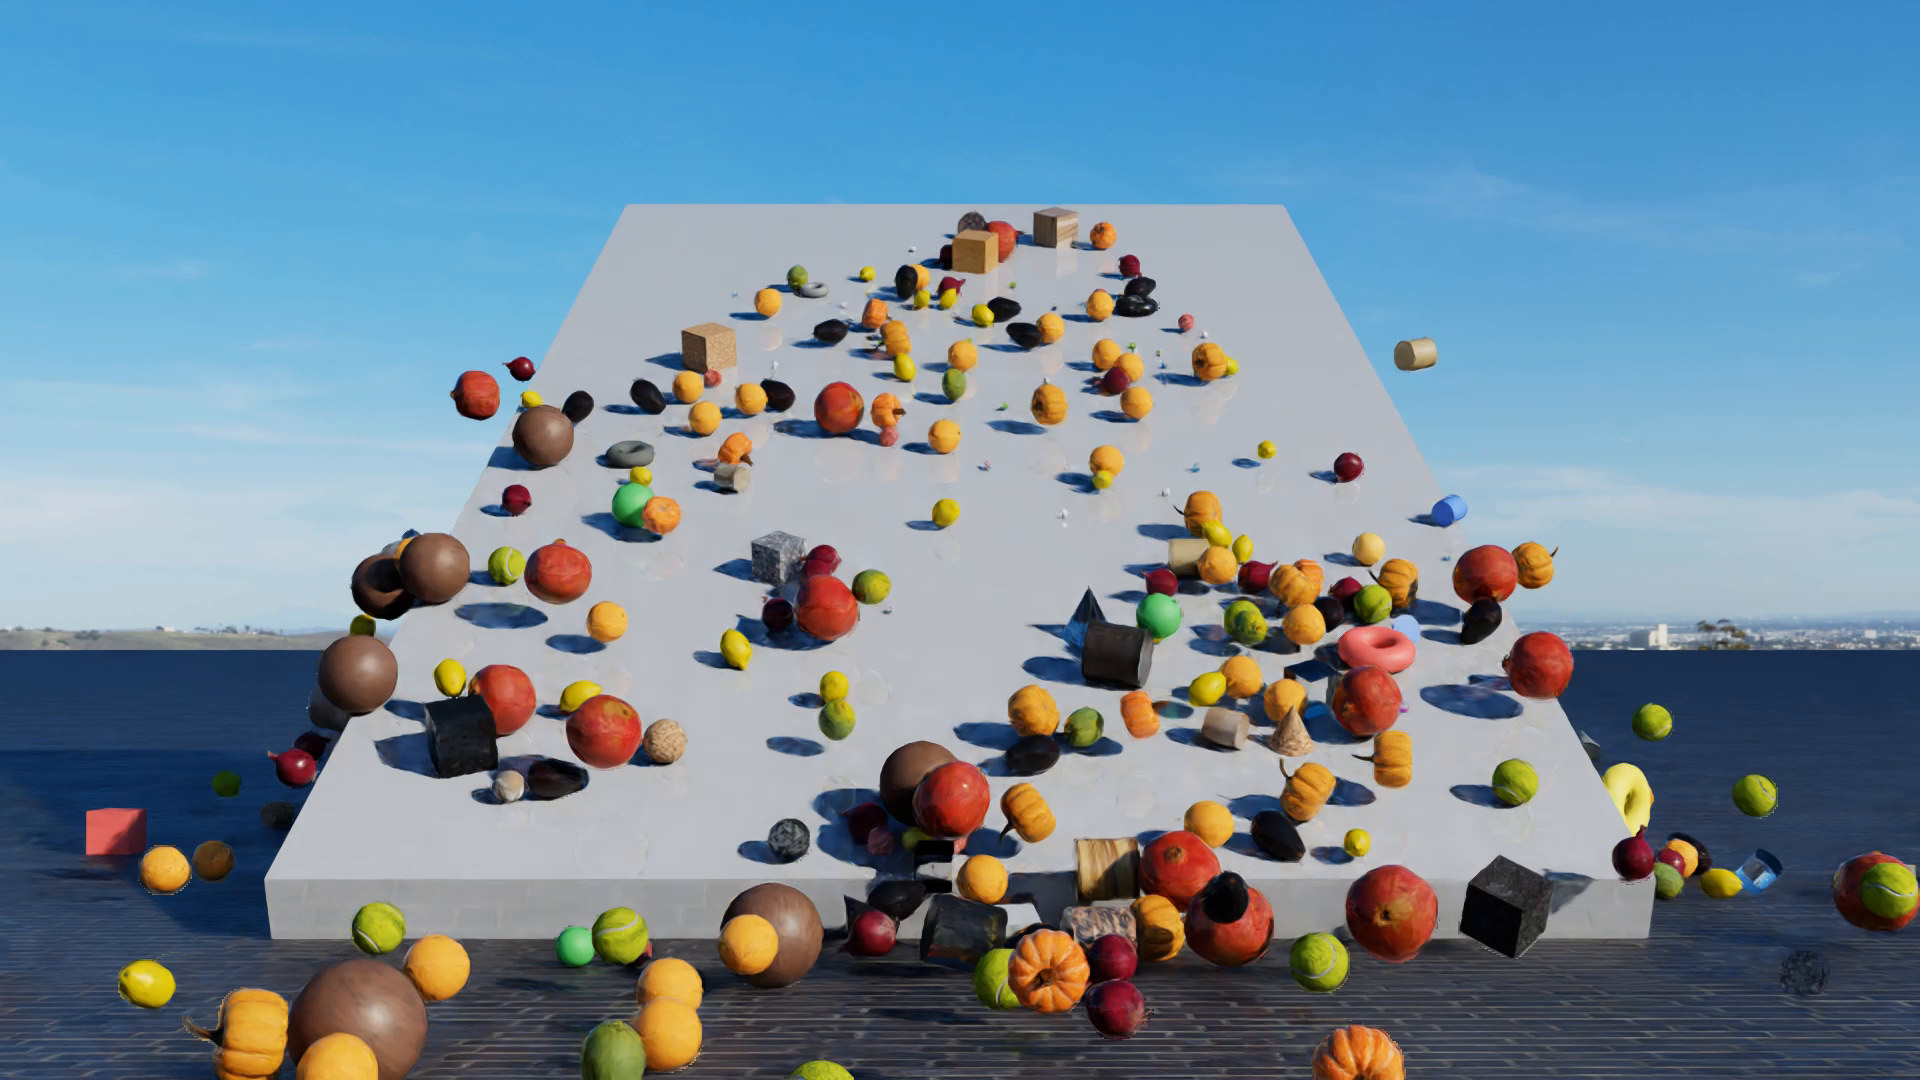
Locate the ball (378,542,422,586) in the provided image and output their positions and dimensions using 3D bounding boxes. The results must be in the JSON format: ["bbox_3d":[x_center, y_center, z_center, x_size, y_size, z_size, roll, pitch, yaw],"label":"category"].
[{"bbox_3d":[-1.126,0.047,4.627,0.088,0.088,0.088,0,-3,0],"label":"ball"}]

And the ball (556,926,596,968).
[{"bbox_3d":[-0.510,0.540,3.049,0.054,0.054,0.054,0,-3,0],"label":"ball"}]

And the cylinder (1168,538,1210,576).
[{"bbox_3d":[0.429,0.033,4.317,0.072,0.072,0.072,0,-3,0],"label":"cylinder"}]

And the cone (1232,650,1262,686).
[{"bbox_3d":[0.490,0.212,3.909,0.054,0.054,0.054,0,22,0],"label":"cone"}]

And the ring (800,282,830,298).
[{"bbox_3d":[-0.384,-0.661,6.082,0.077,0.026,0.077,-2,26,1],"label":"ring"}]

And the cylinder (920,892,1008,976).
[{"bbox_3d":[0.004,0.505,2.946,0.090,0.090,0.090,15,-5,-9],"label":"cylinder"}]

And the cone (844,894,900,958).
[{"bbox_3d":[-0.137,0.508,3.111,0.080,0.080,0.080,2,36,-42],"label":"cone"}]

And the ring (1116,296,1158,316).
[{"bbox_3d":[0.456,-0.604,5.933,0.109,0.036,0.109,1,22,0],"label":"ring"}]

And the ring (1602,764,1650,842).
[{"bbox_3d":[1.072,0.429,3.718,0.046,0.137,0.137,1,-1,43],"label":"ring"}]

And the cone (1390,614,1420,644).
[{"bbox_3d":[0.774,0.163,4.068,0.057,0.057,0.057,1,-7,-22],"label":"cone"}]

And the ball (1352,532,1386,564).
[{"bbox_3d":[0.778,0.016,4.378,0.062,0.062,0.062,0,-3,0],"label":"ball"}]

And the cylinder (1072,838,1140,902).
[{"bbox_3d":[0.206,0.463,3.235,0.087,0.087,0.087,-2,-3,-2],"label":"cylinder"}]

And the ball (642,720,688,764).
[{"bbox_3d":[-0.465,0.317,3.625,0.069,0.069,0.069,0,-3,0],"label":"ball"}]

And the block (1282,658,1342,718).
[{"bbox_3d":[0.582,0.246,3.808,0.067,0.067,0.067,-13,26,-30],"label":"block"}]

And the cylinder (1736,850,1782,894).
[{"bbox_3d":[1.333,0.554,3.835,0.054,0.054,0.054,2,-43,-33],"label":"cylinder"}]

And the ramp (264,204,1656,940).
[{"bbox_3d":[-0.007,-0.222,5.173,2.000,0.100,4.000,0,22,0],"label":"ramp"}]

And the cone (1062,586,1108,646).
[{"bbox_3d":[0.227,0.126,4.064,0.095,0.095,0.095,0,22,0],"label":"cone"}]

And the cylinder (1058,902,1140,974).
[{"bbox_3d":[0.181,0.523,3.014,0.084,0.084,0.084,-7,-1,-14],"label":"cylinder"}]

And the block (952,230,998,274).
[{"bbox_3d":[0.043,-0.790,6.308,0.095,0.095,0.095,10,24,22],"label":"block"}]

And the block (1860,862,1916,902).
[{"bbox_3d":[1.553,0.572,3.847,0.060,0.060,0.060,1,-3,-15],"label":"block"}]

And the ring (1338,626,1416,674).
[{"bbox_3d":[0.720,0.190,3.977,0.135,0.045,0.135,1,23,0],"label":"ring"}]

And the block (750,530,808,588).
[{"bbox_3d":[-0.339,0.035,4.313,0.073,0.073,0.073,17,28,36],"label":"block"}]

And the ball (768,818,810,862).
[{"bbox_3d":[-0.248,0.436,3.345,0.062,0.062,0.062,0,-3,0],"label":"ball"}]

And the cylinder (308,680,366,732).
[{"bbox_3d":[-1.278,0.349,4.769,0.099,0.099,0.099,9,1,23],"label":"cylinder"}]

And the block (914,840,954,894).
[{"bbox_3d":[-0.036,0.466,3.283,0.053,0.053,0.053,2,23,4],"label":"block"}]

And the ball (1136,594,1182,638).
[{"bbox_3d":[0.340,0.130,3.938,0.078,0.078,0.078,0,-3,0],"label":"ball"}]

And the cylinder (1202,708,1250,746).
[{"bbox_3d":[0.426,0.300,3.683,0.058,0.058,0.058,-6,-5,28],"label":"cylinder"}]

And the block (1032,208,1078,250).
[{"bbox_3d":[0.273,-0.891,6.563,0.090,0.090,0.090,20,29,39],"label":"block"}]

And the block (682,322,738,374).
[{"bbox_3d":[-0.600,-0.459,5.497,0.092,0.092,0.092,21,30,41],"label":"block"}]

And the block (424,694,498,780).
[{"bbox_3d":[-0.784,0.308,3.616,0.091,0.091,0.091,-9,24,-22],"label":"block"}]

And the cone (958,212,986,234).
[{"bbox_3d":[0.053,-0.892,6.630,0.091,0.091,0.091,-1,-8,26],"label":"cone"}]

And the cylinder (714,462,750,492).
[{"bbox_3d":[-0.470,-0.129,4.737,0.052,0.052,0.052,13,5,32],"label":"cylinder"}]

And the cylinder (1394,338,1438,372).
[{"bbox_3d":[1.139,-0.464,5.747,0.076,0.076,0.076,-11,4,-31],"label":"cylinder"}]

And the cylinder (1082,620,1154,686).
[{"bbox_3d":[0.267,0.192,3.895,0.099,0.099,0.099,8,0,17],"label":"cylinder"}]

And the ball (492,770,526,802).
[{"bbox_3d":[-0.688,0.375,3.507,0.050,0.050,0.050,0,-3,0],"label":"ball"}]

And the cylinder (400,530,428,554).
[{"bbox_3d":[-1.462,0.007,6.167,0.057,0.057,0.057,2,17,-35],"label":"cylinder"}]

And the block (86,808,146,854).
[{"bbox_3d":[-1.730,0.598,4.717,0.088,0.088,0.088,0,-3,3],"label":"block"}]

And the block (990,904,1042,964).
[{"bbox_3d":[0.073,0.531,3.103,0.059,0.059,0.059,1,17,-12],"label":"block"}]

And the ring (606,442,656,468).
[{"bbox_3d":[-0.701,-0.182,4.895,0.104,0.035,0.104,0,24,0],"label":"ring"}]

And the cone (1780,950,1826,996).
[{"bbox_3d":[1.050,0.543,2.828,0.059,0.059,0.059,-3,-30,46],"label":"cone"}]

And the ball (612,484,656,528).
[{"bbox_3d":[-0.644,-0.068,4.543,0.089,0.089,0.089,0,-3,0],"label":"ball"}]

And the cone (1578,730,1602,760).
[{"bbox_3d":[1.533,0.493,5.649,0.074,0.074,0.074,1,-44,1],"label":"cone"}]

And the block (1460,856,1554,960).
[{"bbox_3d":[0.750,0.503,3.155,0.085,0.085,0.085,25,38,34],"label":"block"}]

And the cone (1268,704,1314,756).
[{"bbox_3d":[0.531,0.295,3.677,0.074,0.074,0.074,0,22,0],"label":"cone"}]

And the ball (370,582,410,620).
[{"bbox_3d":[-1.284,0.138,5.184,0.085,0.085,0.085,0,-3,0],"label":"ball"}]
